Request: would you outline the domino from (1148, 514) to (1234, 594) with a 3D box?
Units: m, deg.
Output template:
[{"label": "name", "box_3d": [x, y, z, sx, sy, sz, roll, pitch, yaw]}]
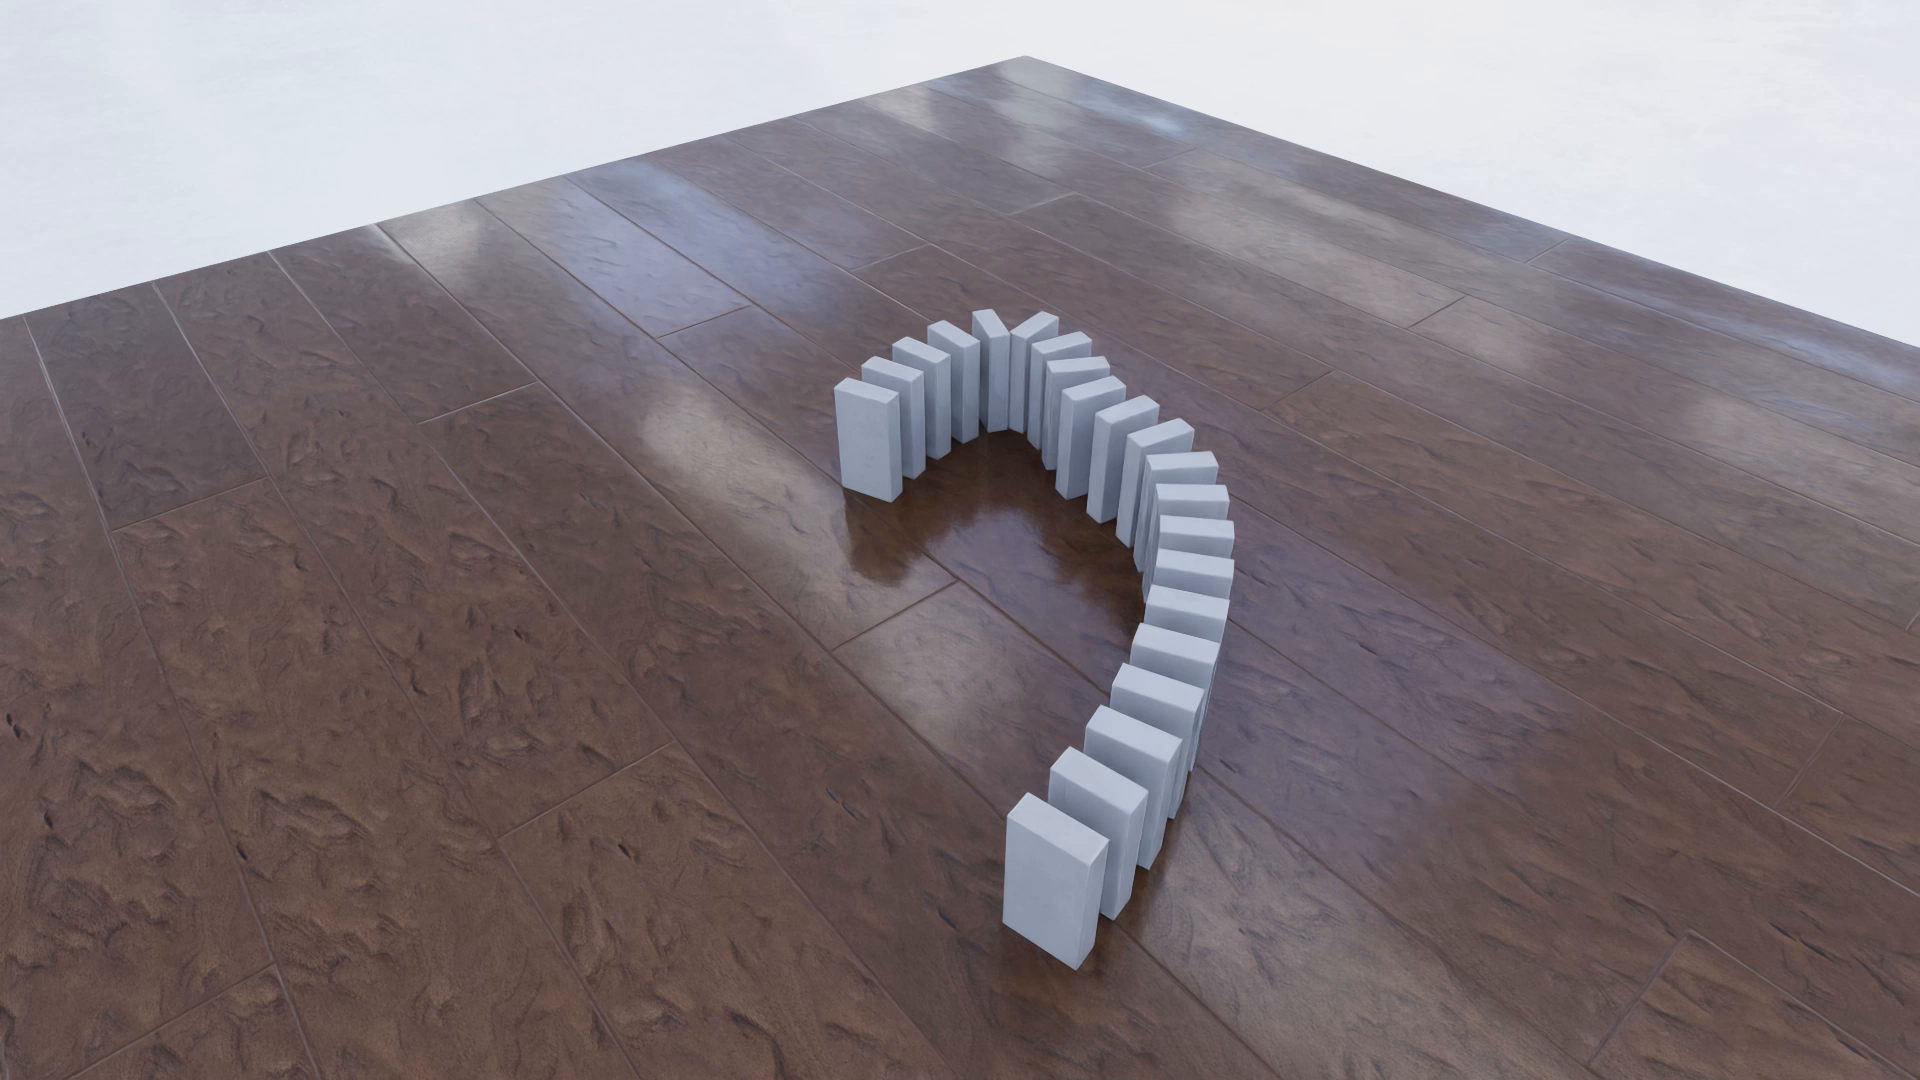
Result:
[{"label": "domino", "box_3d": [0.081, 0.015, 0.394, 0.025, 0.050, 0.009, 5, 40, 6]}]

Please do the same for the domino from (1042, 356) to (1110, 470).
[{"label": "domino", "box_3d": [0.050, -0.055, 0.478, 0.025, 0.050, 0.010, -6, 40, -8]}]

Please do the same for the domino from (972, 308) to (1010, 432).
[{"label": "domino", "box_3d": [0.014, -0.078, 0.506, 0.009, 0.050, 0.025, -11, 41, -13]}]

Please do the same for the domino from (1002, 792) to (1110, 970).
[{"label": "domino", "box_3d": [0.025, 0.093, 0.298, 0.025, 0.050, 0.009, 25, 46, 28]}]

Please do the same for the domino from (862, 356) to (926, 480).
[{"label": "domino", "box_3d": [-0.028, -0.052, 0.475, 0.025, 0.050, 0.010, 21, 44, 24]}]

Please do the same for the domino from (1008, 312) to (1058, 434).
[{"label": "domino", "box_3d": [0.033, -0.077, 0.505, 0.010, 0.050, 0.025, 27, 46, 29]}]

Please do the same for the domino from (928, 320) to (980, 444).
[{"label": "domino", "box_3d": [-0.003, -0.071, 0.499, 0.009, 0.050, 0.025, -28, 47, -30]}]

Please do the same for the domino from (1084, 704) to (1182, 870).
[{"label": "domino", "box_3d": [0.048, 0.073, 0.322, 0.025, 0.050, 0.010, 21, 44, 24]}]

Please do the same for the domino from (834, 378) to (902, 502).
[{"label": "domino", "box_3d": [-0.038, -0.042, 0.462, 0.025, 0.050, 0.009, 19, 43, 22]}]

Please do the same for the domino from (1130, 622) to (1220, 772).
[{"label": "domino", "box_3d": [0.066, 0.051, 0.350, 0.025, 0.050, 0.009, 14, 41, 17]}]

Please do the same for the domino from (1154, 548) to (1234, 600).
[{"label": "domino", "box_3d": [0.078, 0.027, 0.379, 0.025, 0.050, 0.009, 9, 40, 11]}]

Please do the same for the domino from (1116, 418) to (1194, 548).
[{"label": "domino", "box_3d": [0.077, -0.022, 0.439, 0.025, 0.050, 0.009, -19, 43, -21]}]

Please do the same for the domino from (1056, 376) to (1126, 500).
[{"label": "domino", "box_3d": [0.055, -0.043, 0.463, 0.025, 0.050, 0.009, -18, 43, -21]}]

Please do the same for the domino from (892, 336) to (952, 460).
[{"label": "domino", "box_3d": [-0.017, -0.062, 0.488, 0.025, 0.050, 0.010, 28, 47, 30]}]

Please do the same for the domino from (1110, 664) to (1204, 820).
[{"label": "domino", "box_3d": [0.058, 0.062, 0.336, 0.025, 0.050, 0.010, 17, 42, 20]}]

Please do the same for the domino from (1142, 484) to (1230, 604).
[{"label": "domino", "box_3d": [0.083, 0.002, 0.409, 0.025, 0.050, 0.009, 1, 39, 1]}]

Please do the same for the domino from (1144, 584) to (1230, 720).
[{"label": "domino", "box_3d": [0.072, 0.039, 0.364, 0.025, 0.050, 0.009, 11, 41, 14]}]

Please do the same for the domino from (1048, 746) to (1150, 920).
[{"label": "domino", "box_3d": [0.037, 0.083, 0.310, 0.025, 0.050, 0.010, 26, 46, 28]}]

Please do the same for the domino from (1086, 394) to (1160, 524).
[{"label": "domino", "box_3d": [0.066, -0.033, 0.451, 0.025, 0.050, 0.010, -22, 44, -25]}]

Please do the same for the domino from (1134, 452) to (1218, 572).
[{"label": "domino", "box_3d": [0.083, -0.010, 0.424, 0.025, 0.050, 0.009, -4, 39, -5]}]

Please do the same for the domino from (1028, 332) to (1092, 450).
[{"label": "domino", "box_3d": [0.044, -0.067, 0.493, 0.025, 0.050, 0.009, -18, 43, -21]}]
